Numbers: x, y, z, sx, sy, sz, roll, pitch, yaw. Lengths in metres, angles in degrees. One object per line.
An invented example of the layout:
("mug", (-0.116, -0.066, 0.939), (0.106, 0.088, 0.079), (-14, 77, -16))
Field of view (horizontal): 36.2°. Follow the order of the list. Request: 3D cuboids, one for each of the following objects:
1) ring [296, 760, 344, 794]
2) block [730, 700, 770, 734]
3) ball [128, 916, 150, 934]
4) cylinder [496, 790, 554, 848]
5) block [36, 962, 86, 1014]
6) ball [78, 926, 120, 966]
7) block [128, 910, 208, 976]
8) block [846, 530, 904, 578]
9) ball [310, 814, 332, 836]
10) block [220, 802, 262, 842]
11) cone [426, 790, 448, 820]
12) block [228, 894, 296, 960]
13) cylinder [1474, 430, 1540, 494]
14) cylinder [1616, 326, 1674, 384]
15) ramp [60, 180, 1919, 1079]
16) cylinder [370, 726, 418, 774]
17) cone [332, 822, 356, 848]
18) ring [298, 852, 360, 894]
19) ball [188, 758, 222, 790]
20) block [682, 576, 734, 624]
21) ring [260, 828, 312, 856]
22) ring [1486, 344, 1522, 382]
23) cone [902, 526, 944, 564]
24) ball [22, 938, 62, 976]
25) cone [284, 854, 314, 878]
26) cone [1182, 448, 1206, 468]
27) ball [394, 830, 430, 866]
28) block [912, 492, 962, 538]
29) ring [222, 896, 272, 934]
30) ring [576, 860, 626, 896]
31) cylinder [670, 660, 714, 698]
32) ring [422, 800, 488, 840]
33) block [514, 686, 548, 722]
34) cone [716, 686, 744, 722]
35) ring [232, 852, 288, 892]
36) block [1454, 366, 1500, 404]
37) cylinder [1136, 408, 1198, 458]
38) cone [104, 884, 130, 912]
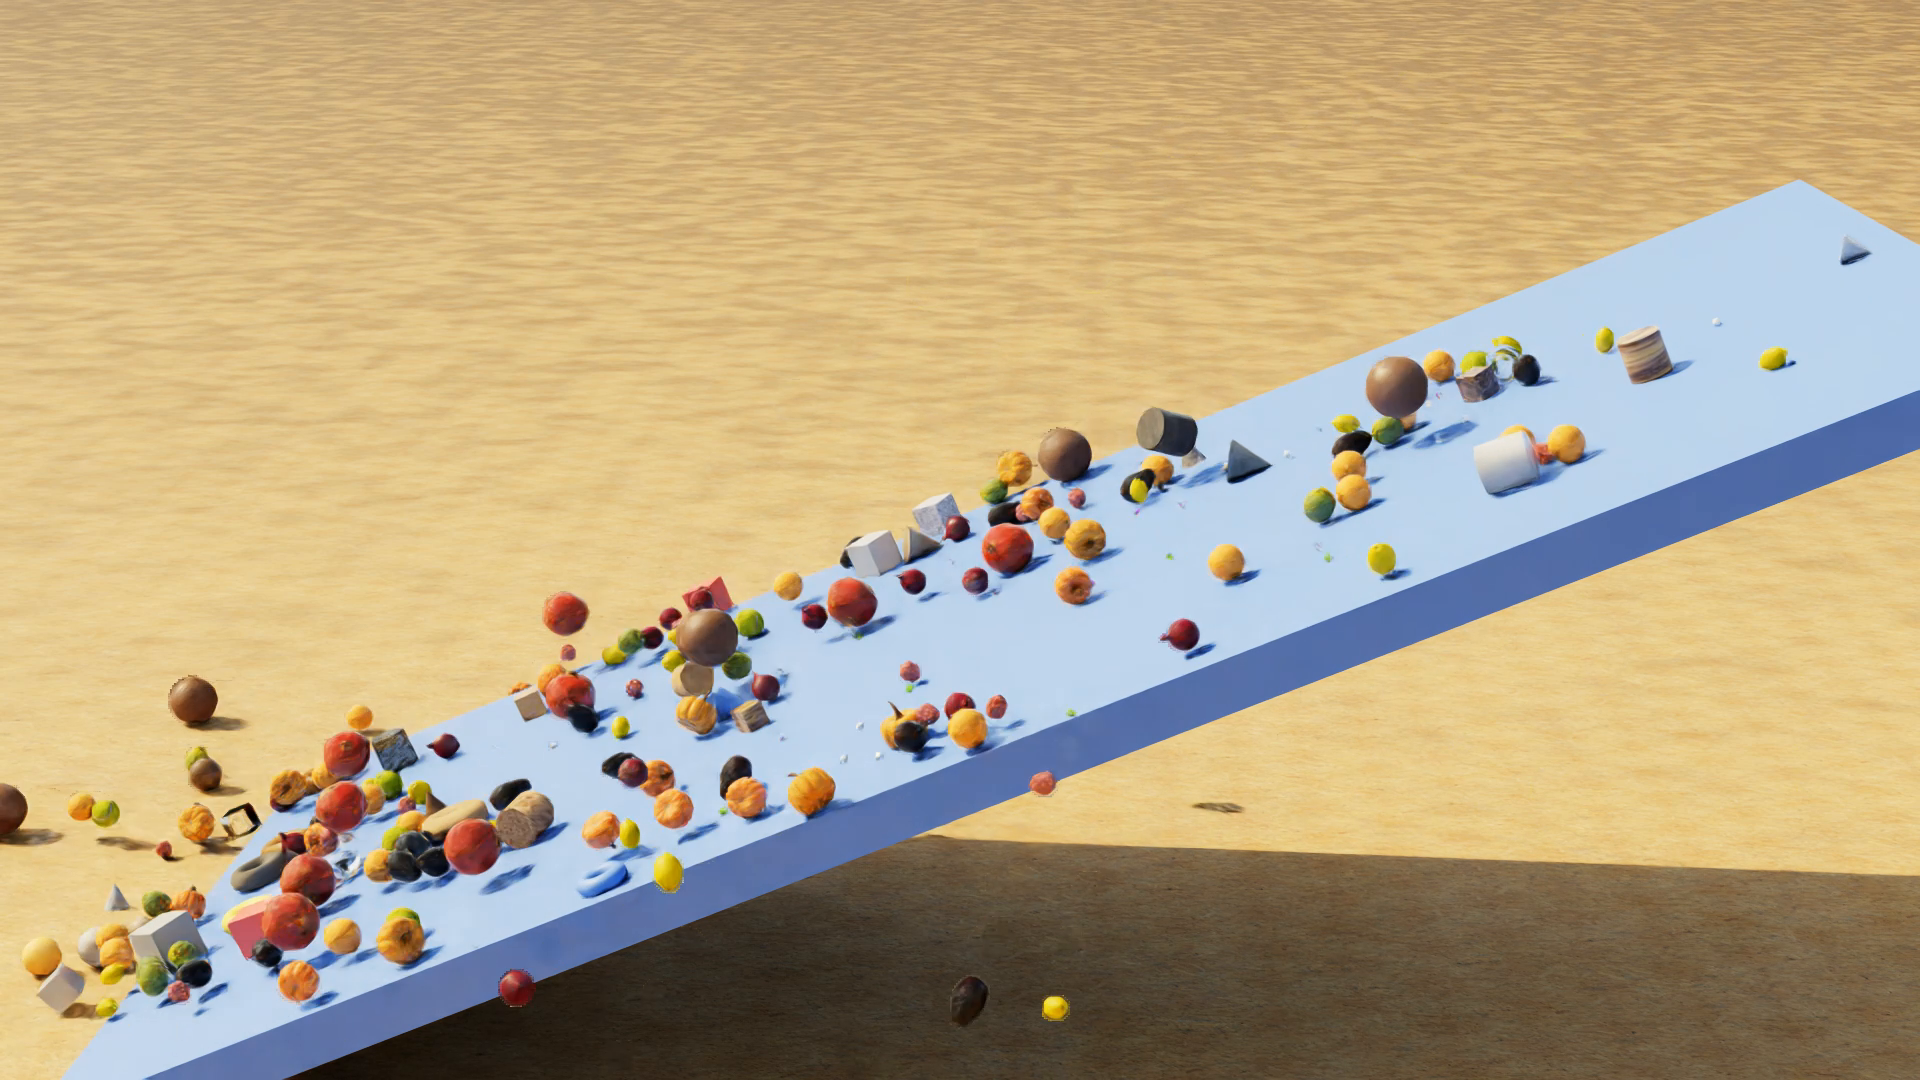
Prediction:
("ring", (-1.592, 0.592, 7.327), (0.128, 0.043, 0.128), (-22, 14, 6))
("block", (-0.438, 0.369, 6.136), (0.051, 0.051, 0.051), (-30, 14, -29))
("ball", (-1.818, 0.869, 6.539), (0.062, 0.062, 0.062), (0, 14, 0))
("cylinder", (-0.889, 0.571, 6.015), (0.089, 0.089, 0.089), (5, 23, 19))
("block", (-1.932, 0.965, 6.324), (0.066, 0.066, 0.066), (43, 5, -14))
("ball", (-1.920, 0.906, 6.555), (0.090, 0.090, 0.090), (0, 14, 0))
("block", (-1.681, 0.856, 6.242), (0.100, 0.100, 0.100), (-11, 18, 45))
("block", (-0.205, 0.034, 7.044), (0.083, 0.083, 0.083), (-33, 16, -38))
("ball", (-1.479, 0.660, 6.807), (0.052, 0.052, 0.052), (0, 14, 0))
("block", (-1.758, 0.688, 7.187), (0.061, 0.061, 0.061), (-22, 13, 16))
("cone", (-1.164, 0.585, 6.504), (0.072, 0.072, 0.072), (-22, 12, 5))
("block", (-1.442, 0.800, 6.073), (0.086, 0.086, 0.086), (-20, 13, 14))
("cylinder", (1.026, -0.145, 5.519), (0.097, 0.097, 0.097), (-19, 8, 20))
("cylinder", (1.364, -0.368, 5.861), (0.088, 0.088, 0.088), (-22, 12, 5))
("ramp", (0.128, 0.172, 6.287), (4.000, 0.100, 2.000), (-22, 12, 8))
("cylinder", (-1.378, 0.512, 7.165), (0.087, 0.087, 0.087), (-22, 12, 5))
("cone", (-1.409, 0.661, 6.671), (0.055, 0.055, 0.055), (-22, 12, 5))
("ring", (-1.363, 0.719, 6.362), (0.143, 0.048, 0.143), (-21, 13, 5))
("ball", (-1.977, 0.614, 7.710), (0.086, 0.086, 0.086), (0, 14, 0))
("block", (-0.631, 0.148, 7.348), (0.080, 0.080, 0.080), (-18, 13, 24))
("ring", (-1.552, 0.705, 6.773), (0.130, 0.043, 0.130), (-22, 11, 4))
("ring", (1.162, -0.378, 6.288), (0.080, 0.080, 0.027), (-1, 7, -4))
("cone", (-0.083, 0.012, 7.014), (0.092, 0.092, 0.092), (1, 14, -12))
("ball", (-2.033, 0.922, 6.512), (0.085, 0.085, 0.085), (0, 14, 0))
("cone", (-1.478, 0.723, 6.593), (0.064, 0.064, 0.064), (-15, 18, -15))
("cone", (0.527, -0.206, 6.766), (0.064, 0.064, 0.064), (-22, 12, 5))
("ball", (-1.151, 0.648, 6.175), (0.073, 0.073, 0.073), (0, 14, 0))
("block", (-0.055, -0.060, 7.185), (0.076, 0.076, 0.076), (-13, 16, 40))
("ring", (-1.523, 0.804, 6.308), (0.127, 0.042, 0.127), (-21, 13, 5))
("ring", (-0.669, 0.632, 5.491), (0.102, 0.034, 0.102), (-22, 14, 6))
("cylinder", (-0.592, 0.309, 6.517), (0.079, 0.079, 0.079), (-6, -6, -22))
("ring", (-1.088, 0.603, 6.332), (0.149, 0.050, 0.149), (-21, 8, 3))
("block", (-1.033, 0.395, 7.091), (0.060, 0.060, 0.060), (-24, 12, -2))
("cone", (-0.479, 0.356, 6.302), (0.078, 0.078, 0.078), (5, 15, 6))
("ring", (-1.579, 0.748, 6.636), (0.139, 0.046, 0.139), (-21, 13, 5))
("block", (1.102, -0.331, 6.255), (0.058, 0.058, 0.058), (-31, 14, -31))
("cylinder", (0.464, -0.242, 6.602), (0.096, 0.096, 0.096), (11, 6, -35))
("cone", (-1.983, 0.834, 6.906), (0.060, 0.060, 0.060), (0, 14, 0))
